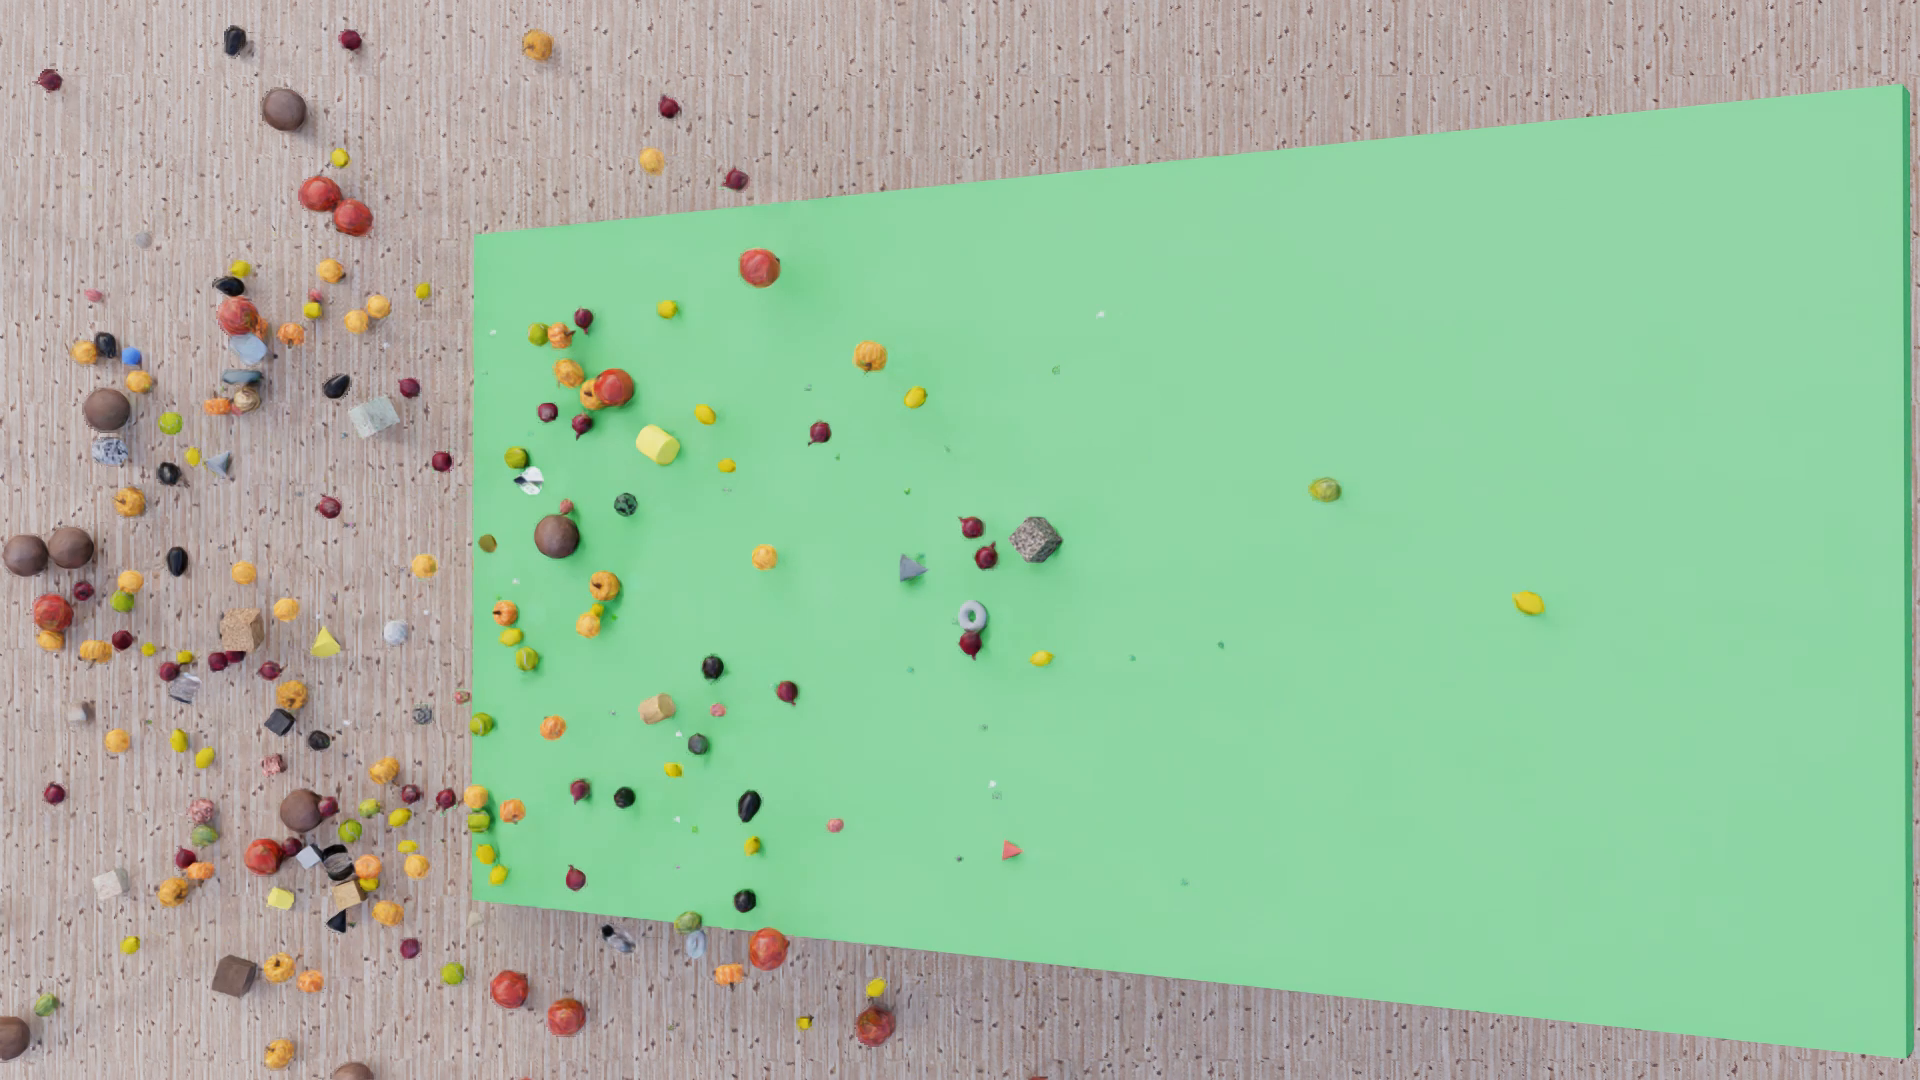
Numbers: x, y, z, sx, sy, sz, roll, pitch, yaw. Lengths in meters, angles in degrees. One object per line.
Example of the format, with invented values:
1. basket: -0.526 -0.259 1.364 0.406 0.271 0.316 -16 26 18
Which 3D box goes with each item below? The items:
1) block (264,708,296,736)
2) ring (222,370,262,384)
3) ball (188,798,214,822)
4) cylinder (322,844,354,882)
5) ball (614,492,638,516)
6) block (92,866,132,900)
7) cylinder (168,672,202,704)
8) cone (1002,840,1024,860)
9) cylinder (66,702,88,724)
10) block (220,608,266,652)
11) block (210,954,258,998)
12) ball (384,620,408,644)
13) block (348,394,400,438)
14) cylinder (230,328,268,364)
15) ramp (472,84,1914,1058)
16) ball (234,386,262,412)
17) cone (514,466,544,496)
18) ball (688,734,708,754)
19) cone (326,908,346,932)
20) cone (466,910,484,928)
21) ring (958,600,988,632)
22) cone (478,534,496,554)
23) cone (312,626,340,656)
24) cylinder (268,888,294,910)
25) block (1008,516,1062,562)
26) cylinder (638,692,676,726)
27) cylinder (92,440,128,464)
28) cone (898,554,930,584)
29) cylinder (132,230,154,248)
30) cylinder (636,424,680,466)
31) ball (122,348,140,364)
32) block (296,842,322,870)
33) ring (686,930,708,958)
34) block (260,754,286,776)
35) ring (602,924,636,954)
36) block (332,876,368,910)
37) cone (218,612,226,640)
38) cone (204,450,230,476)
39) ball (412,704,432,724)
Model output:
1. block: -2.061 0.552 6.667 0.059 0.059 0.059 35 90 0
2. ring: -2.170 -0.493 6.647 0.113 0.113 0.038 -3 95 0
3. ball: -2.295 0.818 6.656 0.075 0.075 0.075 0 89 0
4. cylinder: -1.879 0.974 6.637 0.078 0.078 0.078 -37 48 0
5. ball: -0.951 -0.101 6.260 0.067 0.067 0.067 0 89 0
6. block: -2.567 1.041 6.656 0.071 0.071 0.071 -22 90 0
7. cylinder: -2.347 0.448 6.660 0.073 0.073 0.073 24 90 0
8. cone: 0.138 0.791 5.603 0.054 0.054 0.054 4 89 5
9. cylinder: -2.672 0.523 6.656 0.060 0.060 0.060 -7 77 0
10. block: -2.153 0.270 6.597 0.095 0.095 0.095 2 116 2
11. block: -2.192 1.318 6.643 0.091 0.091 0.091 17 90 0
12. ball: -1.711 0.279 6.662 0.072 0.072 0.072 0 89 0
13. block: -1.766 -0.373 6.630 0.091 0.091 0.091 -33 102 -42
14. cylinder: -2.144 -0.585 6.626 0.078 0.078 0.078 -15 50 18
15. ramp: 0.262 0.072 5.606 4.000 0.100 2.000 0 89 32
16. ball: -2.154 -0.425 6.648 0.079 0.079 0.079 0 89 0
17. cone: -1.285 -0.174 6.456 0.085 0.085 0.085 0 89 32
18. ball: -0.730 0.568 6.121 0.059 0.059 0.059 0 89 0
19. cone: -1.871 1.140 6.641 0.065 0.065 0.065 25 88 0
20. cone: -1.454 1.140 6.542 0.051 0.051 0.051 16 130 20
21. ring: 0.033 0.198 5.671 0.083 0.028 0.083 0 89 31
22. cone: -1.421 0.017 6.573 0.057 0.057 0.057 8 74 -29
23. cone: -1.929 0.296 6.679 0.085 0.085 0.085 -15 63 0
24. cylinder: -2.054 1.085 6.652 0.055 0.055 0.055 26 89 -36
25. block: 0.190 -0.001 5.544 0.082 0.082 0.082 -49 66 22
26. cylinder: -0.850 0.474 6.169 0.072 0.072 0.072 -24 89 30
27. cylinder: -2.564 -0.266 6.632 0.075 0.075 0.075 -2 93 -44
28. cone: -0.116 0.077 5.760 0.079 0.079 0.079 0 89 11
29. cylinder: -2.396 -0.880 6.446 0.051 0.051 0.051 -5 101 -30
30. cylinder: -0.851 -0.267 6.188 0.087 0.087 0.087 34 90 27
31. ball: -2.518 -0.559 6.679 0.053 0.053 0.053 0 89 0
32. block: -1.969 0.958 6.665 0.054 0.054 0.054 -37 90 0
33. ring: -0.772 1.182 6.438 0.028 0.084 0.084 20 89 -42
34. block: -2.085 0.683 6.668 0.054 0.054 0.054 -14 89 0
35. ring: -1.030 1.201 6.629 0.119 0.119 0.040 37 95 0
36. block: -1.848 1.070 6.655 0.072 0.072 0.072 -19 90 0
37. cone: -2.202 0.263 6.678 0.090 0.090 0.090 4 89 -27
38. cone: -2.242 -0.246 6.687 0.074 0.074 0.074 32 63 0
39. ball: -1.631 0.527 6.666 0.061 0.061 0.061 0 89 0
